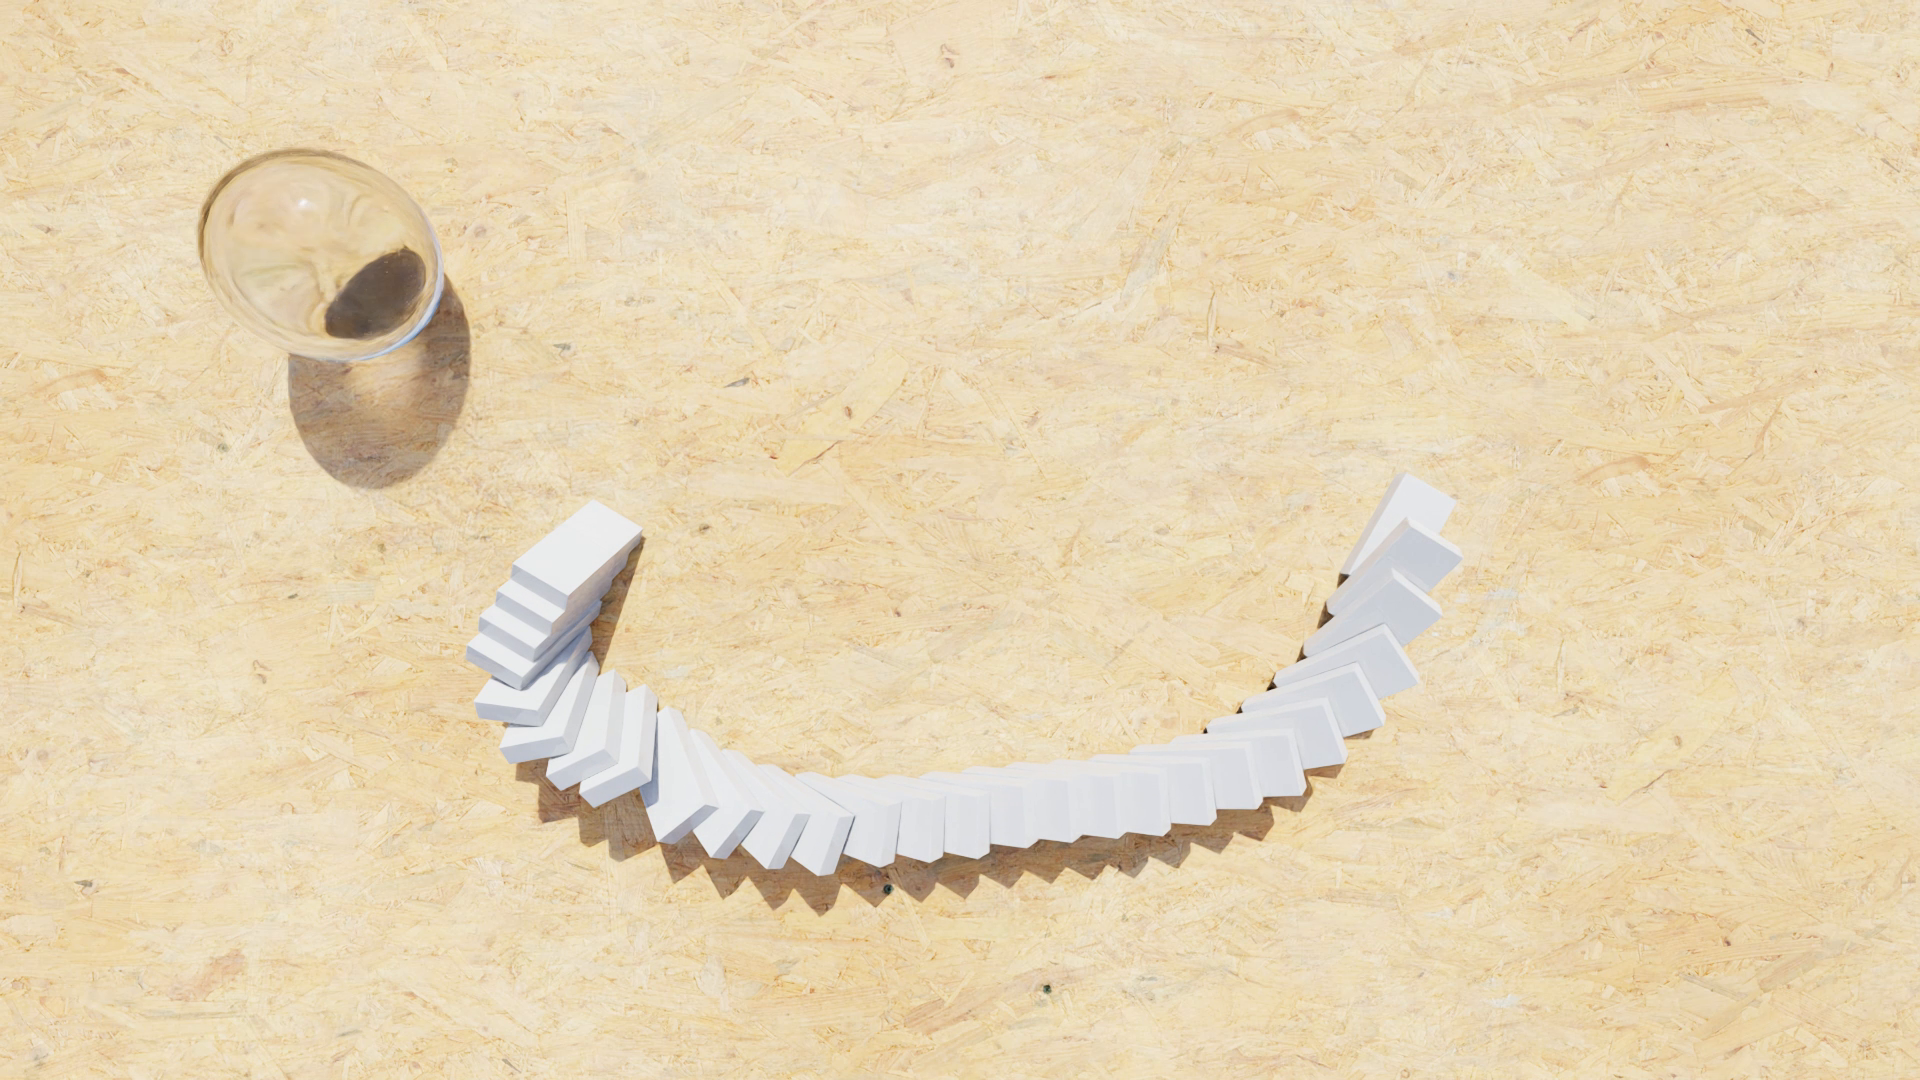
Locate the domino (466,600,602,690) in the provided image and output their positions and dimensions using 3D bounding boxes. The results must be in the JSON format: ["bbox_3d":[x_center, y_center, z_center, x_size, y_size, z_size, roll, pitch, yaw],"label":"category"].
[{"bbox_3d":[-0.174,0.037,0.377,0.025,0.050,0.010,30,128,0],"label":"domino"}]

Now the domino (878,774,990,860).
[{"bbox_3d":[-0.012,0.115,0.383,0.050,0.010,0.025,0,90,32],"label":"domino"}]

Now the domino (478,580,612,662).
[{"bbox_3d":[-0.169,0.026,0.377,0.025,0.050,0.010,30,128,0],"label":"domino"}]

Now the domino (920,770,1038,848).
[{"bbox_3d":[0.007,0.112,0.383,0.050,0.010,0.025,-4,90,32],"label":"domino"}]

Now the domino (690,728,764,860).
[{"bbox_3d":[-0.105,0.105,0.382,0.025,0.010,0.050,-51,55,0],"label":"domino"}]

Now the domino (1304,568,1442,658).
[{"bbox_3d":[0.172,0.038,0.383,0.025,0.009,0.050,38,121,0],"label":"domino"}]

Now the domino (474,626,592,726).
[{"bbox_3d":[-0.174,0.053,0.377,0.025,0.050,0.010,8,126,0],"label":"domino"}]

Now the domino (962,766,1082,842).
[{"bbox_3d":[0.025,0.110,0.383,0.050,0.010,0.025,-4,90,32],"label":"domino"}]

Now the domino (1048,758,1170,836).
[{"bbox_3d":[0.062,0.107,0.383,0.050,0.009,0.025,-4,90,32],"label":"domino"}]

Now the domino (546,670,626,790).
[{"bbox_3d":[-0.153,0.077,0.377,0.025,0.050,0.010,-26,123,0],"label":"domino"}]

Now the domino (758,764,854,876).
[{"bbox_3d":[-0.069,0.116,0.382,0.050,0.010,0.025,20,90,35],"label":"domino"}]

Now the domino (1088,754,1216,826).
[{"bbox_3d":[0.080,0.104,0.383,0.050,0.009,0.025,-7,90,33],"label":"domino"}]

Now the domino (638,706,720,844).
[{"bbox_3d":[-0.121,0.097,0.381,0.025,0.010,0.050,-38,56,4],"label":"domino"}]

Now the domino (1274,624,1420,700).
[{"bbox_3d":[0.161,0.058,0.383,0.050,0.010,0.025,-34,90,32],"label":"domino"}]

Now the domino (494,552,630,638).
[{"bbox_3d":[-0.163,0.016,0.377,0.025,0.050,0.009,30,128,0],"label":"domino"}]

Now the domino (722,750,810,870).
[{"bbox_3d":[-0.087,0.111,0.382,0.050,0.009,0.025,28,90,35],"label":"domino"}]

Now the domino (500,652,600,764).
[{"bbox_3d":[-0.167,0.068,0.377,0.025,0.050,0.010,-11,124,0],"label":"domino"}]

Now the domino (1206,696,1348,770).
[{"bbox_3d":[0.132,0.084,0.382,0.050,0.010,0.025,-20,90,33],"label":"domino"}]

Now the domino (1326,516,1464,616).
[{"bbox_3d":[0.180,0.017,0.382,0.025,0.009,0.050,31,121,-1],"label":"domino"}]

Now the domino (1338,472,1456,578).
[{"bbox_3d":[0.189,-0.001,0.395,0.025,0.010,0.050,30,90,0],"label":"domino"}]

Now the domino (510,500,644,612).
[{"bbox_3d":[-0.157,0.005,0.377,0.025,0.050,0.010,30,128,0],"label":"domino"}]

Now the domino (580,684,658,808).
[{"bbox_3d":[-0.139,0.083,0.376,0.025,0.050,0.009,-25,123,1],"label":"domino"}]

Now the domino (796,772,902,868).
[{"bbox_3d":[-0.049,0.116,0.382,0.050,0.010,0.025,7,90,33],"label":"domino"}]

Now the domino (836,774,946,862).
[{"bbox_3d":[-0.030,0.115,0.383,0.050,0.009,0.025,3,90,33],"label":"domino"}]

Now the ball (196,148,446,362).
[{"bbox_3d":[-0.248,-0.111,0.360,0.080,0.080,0.080,0,90,0],"label":"ball"}]

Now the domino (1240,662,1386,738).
[{"bbox_3d":[0.147,0.072,0.382,0.050,0.010,0.025,-28,90,33],"label":"domino"}]

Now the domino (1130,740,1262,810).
[{"bbox_3d":[0.098,0.098,0.382,0.050,0.010,0.025,-11,91,33],"label":"domino"}]

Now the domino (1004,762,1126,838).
[{"bbox_3d":[0.044,0.108,0.383,0.050,0.009,0.025,-4,90,32],"label":"domino"}]

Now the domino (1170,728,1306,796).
[{"bbox_3d":[0.115,0.094,0.382,0.050,0.009,0.025,-13,91,33],"label":"domino"}]
